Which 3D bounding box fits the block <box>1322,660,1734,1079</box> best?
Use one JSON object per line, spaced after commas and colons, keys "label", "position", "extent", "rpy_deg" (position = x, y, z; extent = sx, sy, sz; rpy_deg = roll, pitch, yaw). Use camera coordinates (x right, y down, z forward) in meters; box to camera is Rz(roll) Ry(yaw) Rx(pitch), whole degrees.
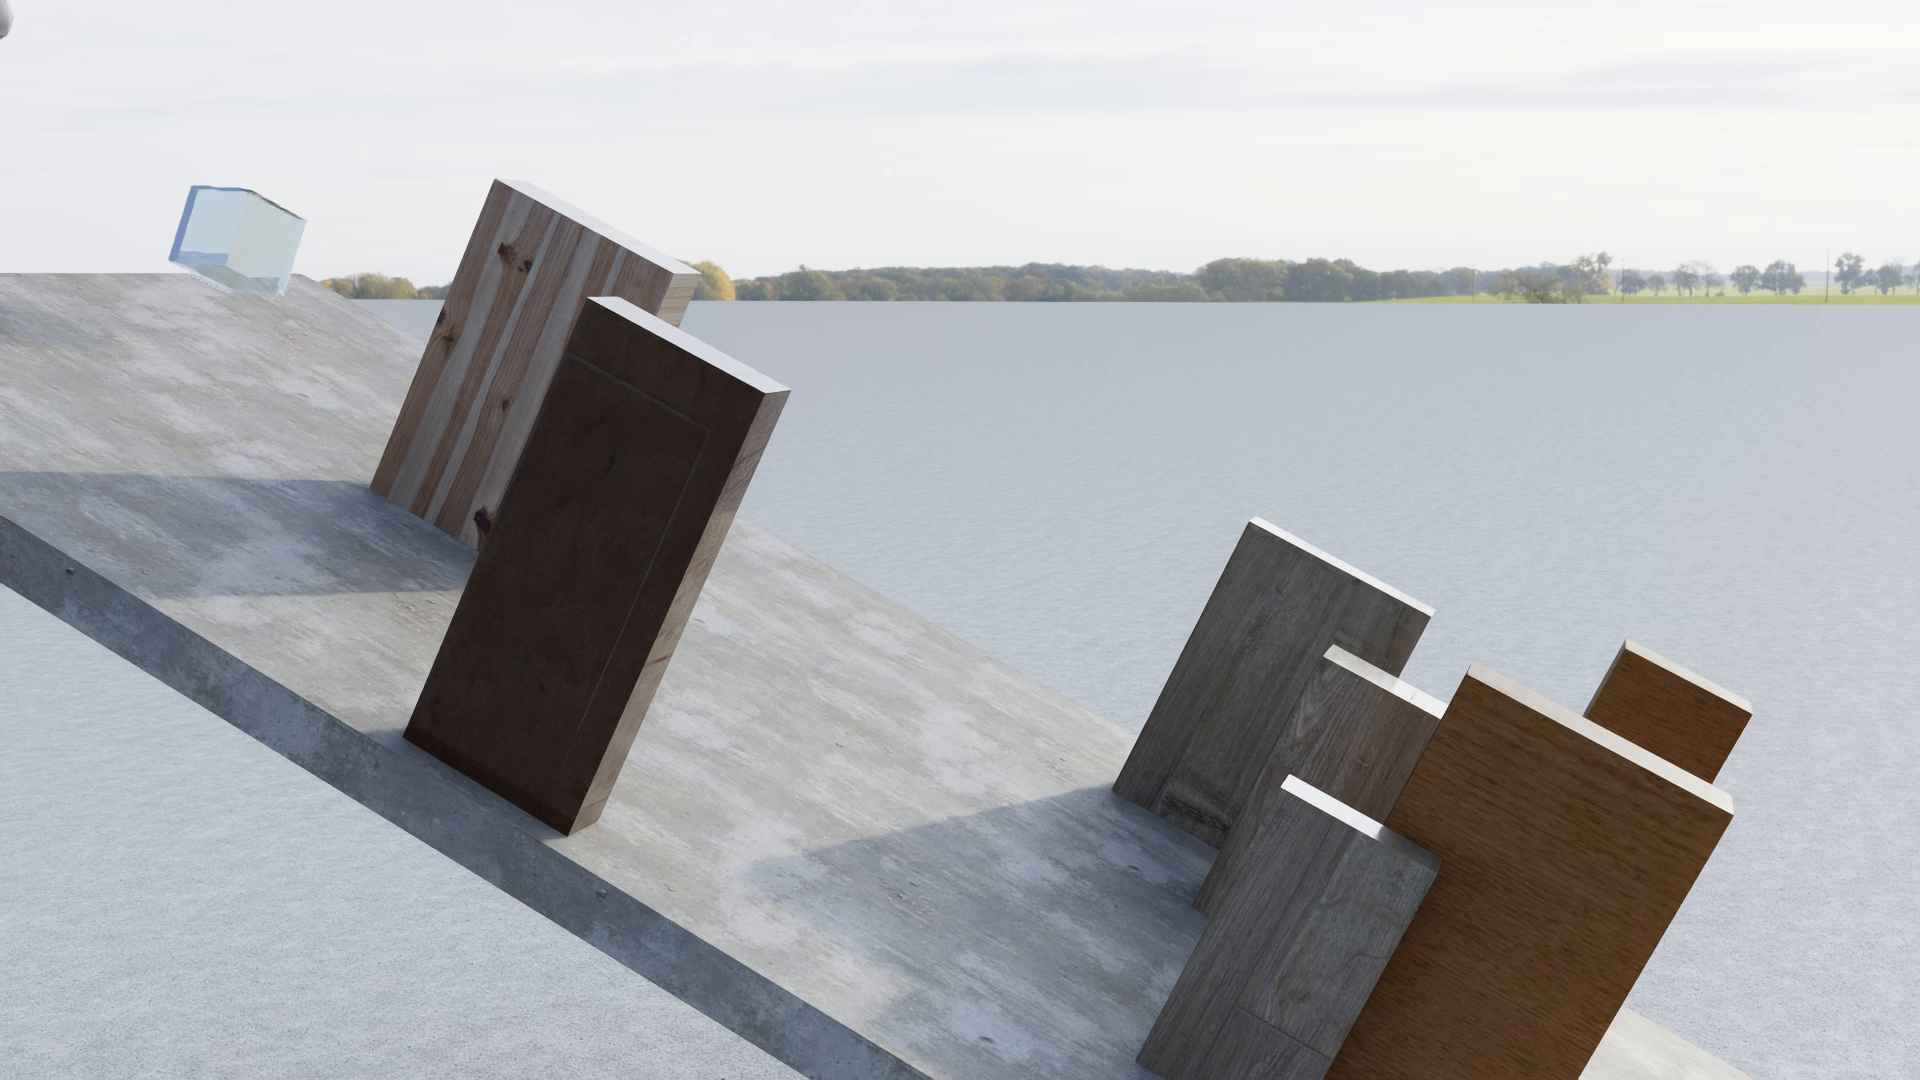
{"label": "block", "position": [0.806, 0.632, 3.415], "extent": [0.431, 0.769, 0.132], "rpy_deg": [29, 14, 12]}

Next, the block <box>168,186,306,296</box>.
{"label": "block", "position": [-1.510, -0.626, 4.598], "extent": [0.169, 0.169, 0.169], "rpy_deg": [8, -11, 29]}

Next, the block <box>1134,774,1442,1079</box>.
{"label": "block", "position": [0.502, 0.647, 3.380], "extent": [0.261, 0.502, 0.089], "rpy_deg": [29, 14, 12]}

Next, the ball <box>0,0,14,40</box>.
{"label": "ball", "position": [-1.952, -1.048, 4.396], "extent": [0.111, 0.111, 0.111], "rpy_deg": [0, 7, 0]}

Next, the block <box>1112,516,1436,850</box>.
{"label": "block", "position": [0.638, 0.331, 4.513], "extent": [0.408, 0.638, 0.090], "rpy_deg": [29, 14, 12]}

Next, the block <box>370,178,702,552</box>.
{"label": "block", "position": [-0.821, -0.303, 4.229], "extent": [0.407, 0.662, 0.125], "rpy_deg": [29, 14, 12]}

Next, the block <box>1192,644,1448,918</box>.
{"label": "block", "position": [0.761, 0.548, 4.117], "extent": [0.440, 0.547, 0.137], "rpy_deg": [29, 14, 12]}

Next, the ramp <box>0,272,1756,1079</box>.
{"label": "ramp", "position": [-0.250, 0.422, 4.162], "extent": [4.000, 0.100, 2.000], "rpy_deg": [29, 14, 12]}

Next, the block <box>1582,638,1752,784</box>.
{"label": "block", "position": [1.351, 0.595, 4.621], "extent": [0.279, 0.722, 0.135], "rpy_deg": [29, 14, 12]}

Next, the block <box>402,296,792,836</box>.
{"label": "block", "position": [-0.546, 0.041, 3.269], "extent": [0.305, 0.741, 0.101], "rpy_deg": [29, 14, 12]}
